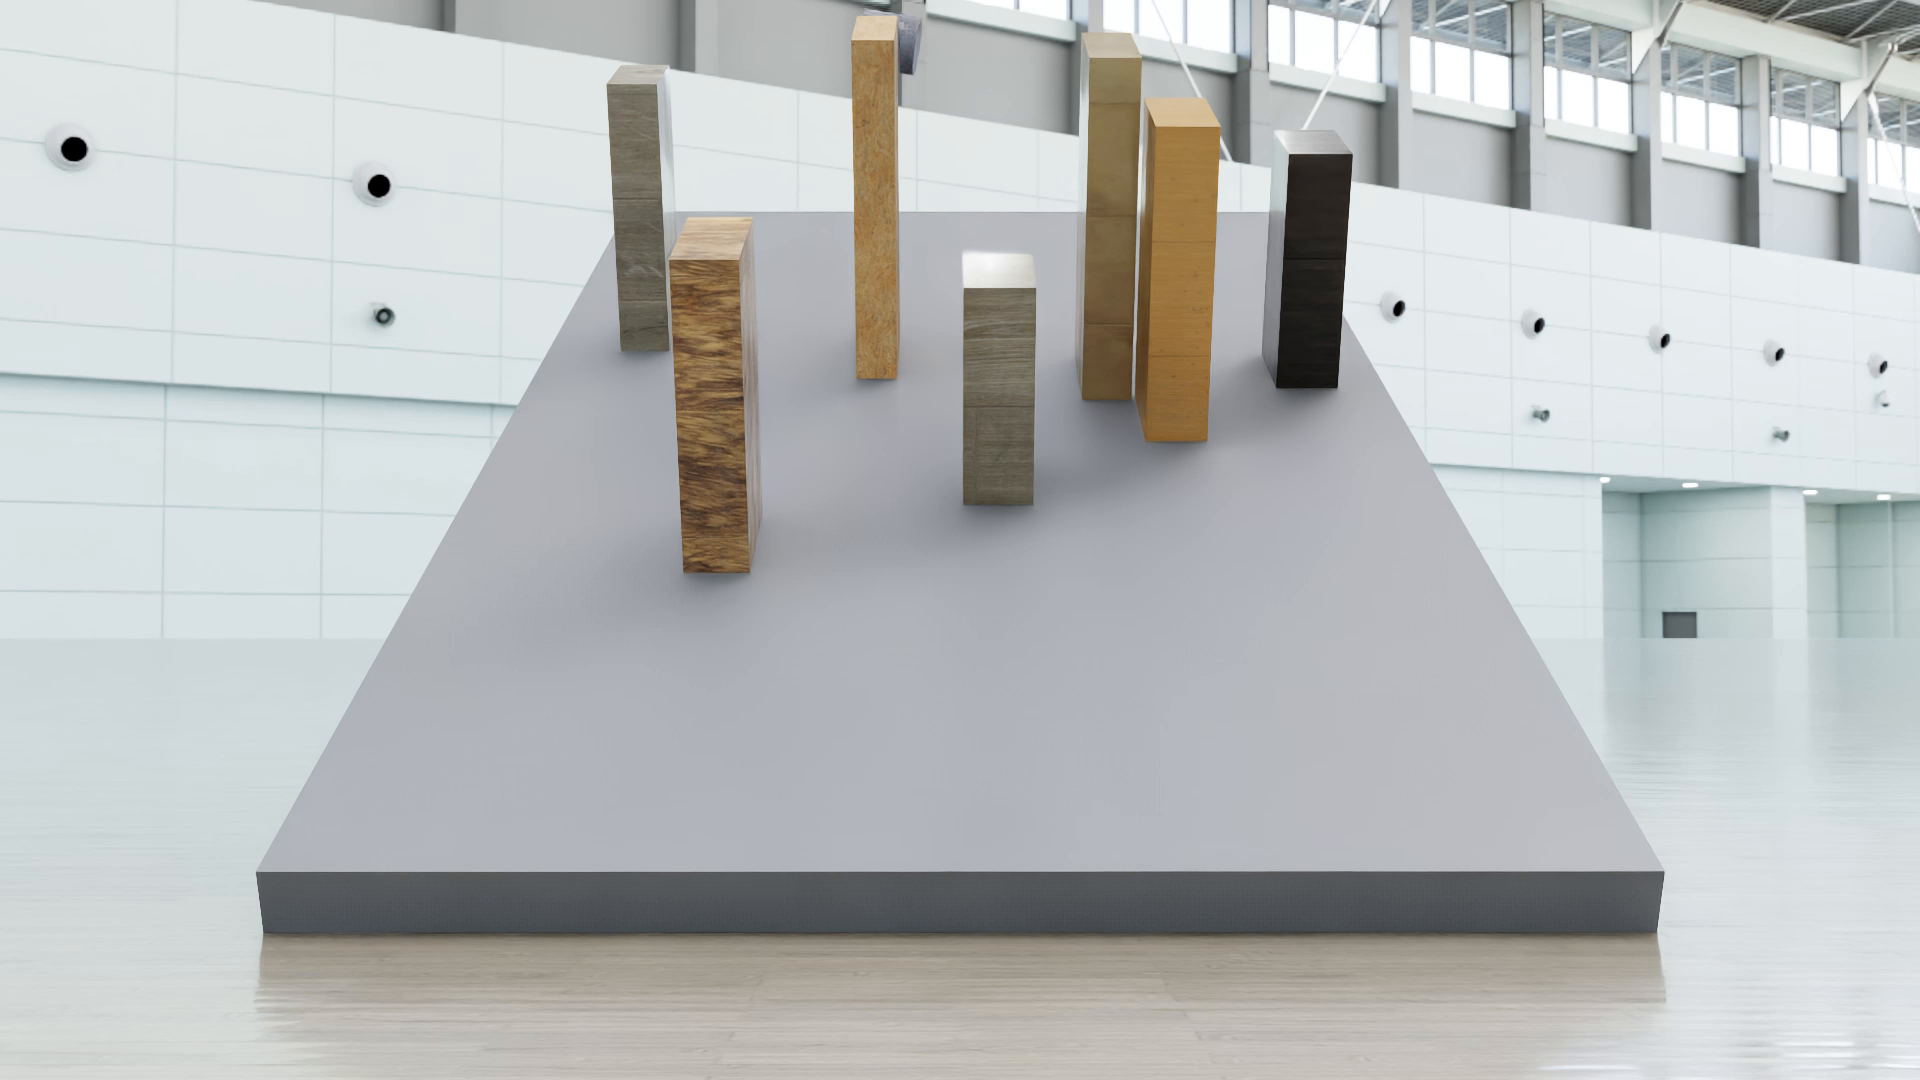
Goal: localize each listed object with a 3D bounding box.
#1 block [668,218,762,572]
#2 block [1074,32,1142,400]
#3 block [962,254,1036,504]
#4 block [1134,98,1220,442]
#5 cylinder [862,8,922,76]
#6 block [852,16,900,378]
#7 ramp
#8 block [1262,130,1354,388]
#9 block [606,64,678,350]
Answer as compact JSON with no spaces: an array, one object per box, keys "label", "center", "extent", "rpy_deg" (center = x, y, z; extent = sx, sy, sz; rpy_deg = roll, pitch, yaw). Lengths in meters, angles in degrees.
[{"label":"block","center":[-0.456,-0.277,4.320],"extent":[0.124,0.601,0.317],"rpy_deg":[0,22,0]},{"label":"block","center":[0.337,-0.747,5.270],"extent":[0.114,0.779,0.339],"rpy_deg":[0,22,0]},{"label":"block","center":[0.077,-0.329,4.657],"extent":[0.141,0.451,0.259],"rpy_deg":[0,22,0]},{"label":"block","center":[0.471,-0.593,5.006],"extent":[0.134,0.688,0.315],"rpy_deg":[0,22,0]},{"label":"cylinder","center":[-0.202,-1.429,6.571],"extent":[0.163,0.163,0.163],"rpy_deg":[10,-2,2]},{"label":"block","center":[-0.197,-0.815,5.425],"extent":[0.095,0.790,0.361],"rpy_deg":[0,22,0]},{"label":"ramp","center":[-0.006,-0.218,5.128],"extent":[2.000,0.100,4.000],"rpy_deg":[0,22,0]},{"label":"block","center":[0.809,-0.659,5.363],"extent":[0.144,0.550,0.266],"rpy_deg":[0,22,0]},{"label":"block","center":[-0.771,-0.814,5.611],"extent":[0.119,0.650,0.259],"rpy_deg":[0,22,0]}]
